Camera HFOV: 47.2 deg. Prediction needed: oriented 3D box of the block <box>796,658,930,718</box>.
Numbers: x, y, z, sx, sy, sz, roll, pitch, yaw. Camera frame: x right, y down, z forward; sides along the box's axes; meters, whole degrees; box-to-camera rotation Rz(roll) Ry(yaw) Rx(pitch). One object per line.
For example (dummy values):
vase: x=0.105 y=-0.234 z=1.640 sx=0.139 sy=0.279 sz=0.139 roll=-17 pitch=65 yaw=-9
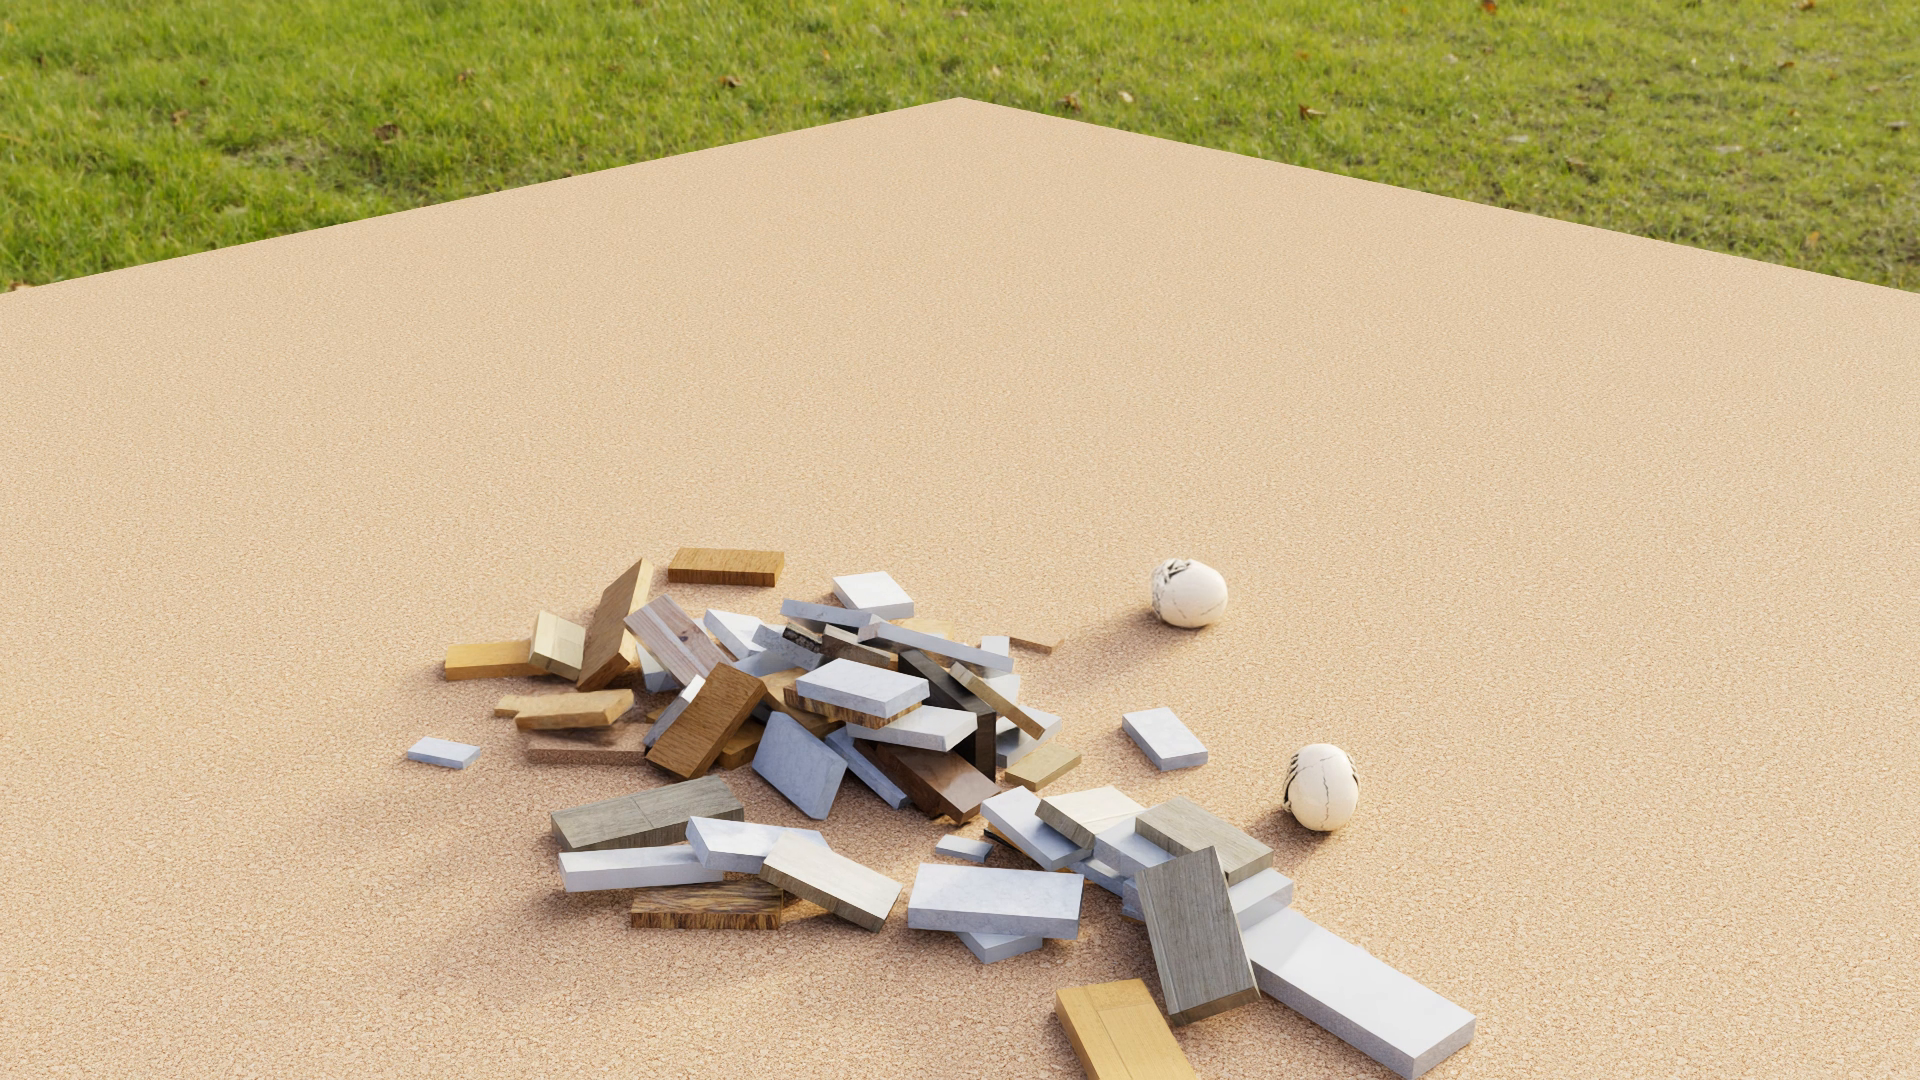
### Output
block: x=-0.201 y=0.303 z=4.513 sx=0.256 sy=0.036 sz=0.128 roll=11 pitch=25 yaw=41

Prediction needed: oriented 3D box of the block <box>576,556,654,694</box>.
block: x=-0.803 y=0.200 z=5.140 sx=0.135 sy=0.038 sz=0.532 roll=-39 pitch=19 yaw=14

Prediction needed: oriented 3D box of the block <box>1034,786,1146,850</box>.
block: x=0.271 y=0.539 z=4.276 sx=0.128 sy=0.036 sz=0.292 roll=32 pitch=15 yaw=27

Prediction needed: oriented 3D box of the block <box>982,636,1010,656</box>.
block: x=0.081 y=0.260 z=5.126 sx=0.064 sy=0.018 sz=0.128 roll=1 pitch=23 yaw=3

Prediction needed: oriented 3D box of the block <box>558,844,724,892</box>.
block: x=-0.606 y=0.621 z=4.174 sx=0.292 sy=0.038 sz=0.135 roll=-2 pitch=7 yaw=-16

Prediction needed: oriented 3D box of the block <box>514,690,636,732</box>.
block: x=-0.827 y=0.365 z=4.719 sx=0.230 sy=0.033 sz=0.115 roll=-6 pitch=17 yaw=23

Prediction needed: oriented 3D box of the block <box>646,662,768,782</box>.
block: x=-0.533 y=0.386 z=4.628 sx=0.124 sy=0.035 sz=0.265 roll=20 pitch=61 yaw=32

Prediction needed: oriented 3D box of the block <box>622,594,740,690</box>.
block: x=-0.591 y=0.254 z=4.797 sx=0.115 sy=0.033 sz=0.347 roll=-32 pitch=54 yaw=-23

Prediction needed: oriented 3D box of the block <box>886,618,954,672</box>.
block: x=-0.093 y=0.250 z=5.130 sx=0.117 sy=0.033 sz=0.234 roll=4 pitch=23 yaw=10

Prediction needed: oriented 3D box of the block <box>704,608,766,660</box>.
block: x=-0.483 y=0.233 z=5.091 sx=0.135 sy=0.038 sz=0.270 roll=12 pitch=13 yaw=-31

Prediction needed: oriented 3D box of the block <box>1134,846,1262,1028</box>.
block: x=0.414 y=0.694 z=3.867 sx=0.154 sy=0.044 sz=0.309 roll=-21 pitch=43 yaw=8

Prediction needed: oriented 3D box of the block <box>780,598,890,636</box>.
block: x=-0.274 y=0.193 z=5.113 sx=0.270 sy=0.038 sz=0.135 roll=8 pitch=-16 yaw=37

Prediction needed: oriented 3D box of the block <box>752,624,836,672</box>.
block: x=-0.357 y=0.242 z=4.905 sx=0.152 sy=0.043 sz=0.304 roll=27 pitch=0 yaw=8

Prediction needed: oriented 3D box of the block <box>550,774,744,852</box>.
block: x=-0.624 y=0.558 z=4.391 sx=0.352 sy=0.043 sz=0.152 roll=-11 pitch=25 yaw=-24

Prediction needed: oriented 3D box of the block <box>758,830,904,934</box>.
block: x=-0.240 y=0.637 z=4.109 sx=0.248 sy=0.035 sz=0.124 roll=24 pitch=27 yaw=5

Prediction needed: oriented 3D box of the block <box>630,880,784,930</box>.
block: x=-0.470 y=0.681 z=4.113 sx=0.273 sy=0.033 sz=0.117 roll=1 pitch=23 yaw=1

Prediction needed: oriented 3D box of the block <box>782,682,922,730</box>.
block: x=-0.225 y=0.326 z=4.570 sx=0.271 sy=0.038 sz=0.135 roll=11 pitch=25 yaw=41

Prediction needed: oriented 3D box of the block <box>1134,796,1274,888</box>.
block: x=0.452 y=0.558 z=4.079 sx=0.120 sy=0.034 sz=0.239 roll=-19 pitch=32 yaw=-36

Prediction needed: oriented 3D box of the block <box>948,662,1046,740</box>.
block: x=0.078 y=0.340 z=4.648 sx=0.213 sy=0.030 sz=0.107 roll=38 pitch=-2 yaw=-24

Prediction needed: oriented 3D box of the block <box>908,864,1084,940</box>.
block: x=0.068 y=0.665 z=4.051 sx=0.309 sy=0.044 sz=0.154 roll=3 pitch=23 yaw=7

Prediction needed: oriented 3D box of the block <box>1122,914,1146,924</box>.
block: x=0.354 y=0.698 z=4.097 sx=0.097 sy=0.014 sz=0.049 roll=7 pitch=24 yaw=16

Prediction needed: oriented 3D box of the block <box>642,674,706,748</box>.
block: x=-0.604 y=0.361 z=4.637 sx=0.024 sy=0.168 sz=0.084 roll=39 pitch=34 yaw=-6

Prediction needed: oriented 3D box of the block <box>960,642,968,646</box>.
block: x=0.013 y=0.269 z=4.973 sx=0.064 sy=0.128 sz=0.018 roll=-11 pitch=59 yaw=29

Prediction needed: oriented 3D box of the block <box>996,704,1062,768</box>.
block: x=0.116 y=0.422 z=4.729 sx=0.107 sy=0.030 sz=0.213 roll=15 pitch=27 yaw=32

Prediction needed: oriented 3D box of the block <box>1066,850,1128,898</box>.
block: x=0.263 y=0.609 z=4.221 sx=0.209 sy=0.030 sz=0.104 roll=26 pitch=34 yaw=24

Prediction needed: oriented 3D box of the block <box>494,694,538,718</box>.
block: x=-0.952 y=0.371 z=4.861 sx=0.137 sy=0.019 sz=0.068 roll=4 pitch=23 yaw=9

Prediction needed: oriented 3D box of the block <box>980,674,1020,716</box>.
block: x=0.087 y=0.346 z=4.917 sx=0.081 sy=0.023 sz=0.161 roll=3 pitch=23 yaw=7

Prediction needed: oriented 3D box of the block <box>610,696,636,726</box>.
block: x=-0.764 y=0.370 z=4.780 sx=0.068 sy=0.019 sz=0.137 roll=1 pitch=16 yaw=17

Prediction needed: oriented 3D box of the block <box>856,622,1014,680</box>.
block: x=-0.054 y=0.245 z=4.850 sx=0.329 sy=0.034 sz=0.120 roll=17 pitch=-16 yaw=-22

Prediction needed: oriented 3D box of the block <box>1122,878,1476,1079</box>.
block: x=0.589 y=0.742 z=3.908 sx=0.171 sy=0.048 sz=0.669 roll=-20 pitch=33 yaw=-38

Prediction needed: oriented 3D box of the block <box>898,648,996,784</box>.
block: x=-0.030 y=0.376 z=4.657 sx=0.048 sy=0.171 sz=0.341 roll=-12 pitch=26 yaw=-27

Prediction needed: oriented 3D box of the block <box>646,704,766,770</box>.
block: x=-0.536 y=0.413 z=4.739 sx=0.270 sy=0.038 sz=0.135 roll=19 pitch=30 yaw=38

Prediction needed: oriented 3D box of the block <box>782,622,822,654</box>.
block: x=-0.343 y=0.213 z=4.793 sx=0.084 sy=0.024 sz=0.168 roll=26 pitch=0 yaw=-3
